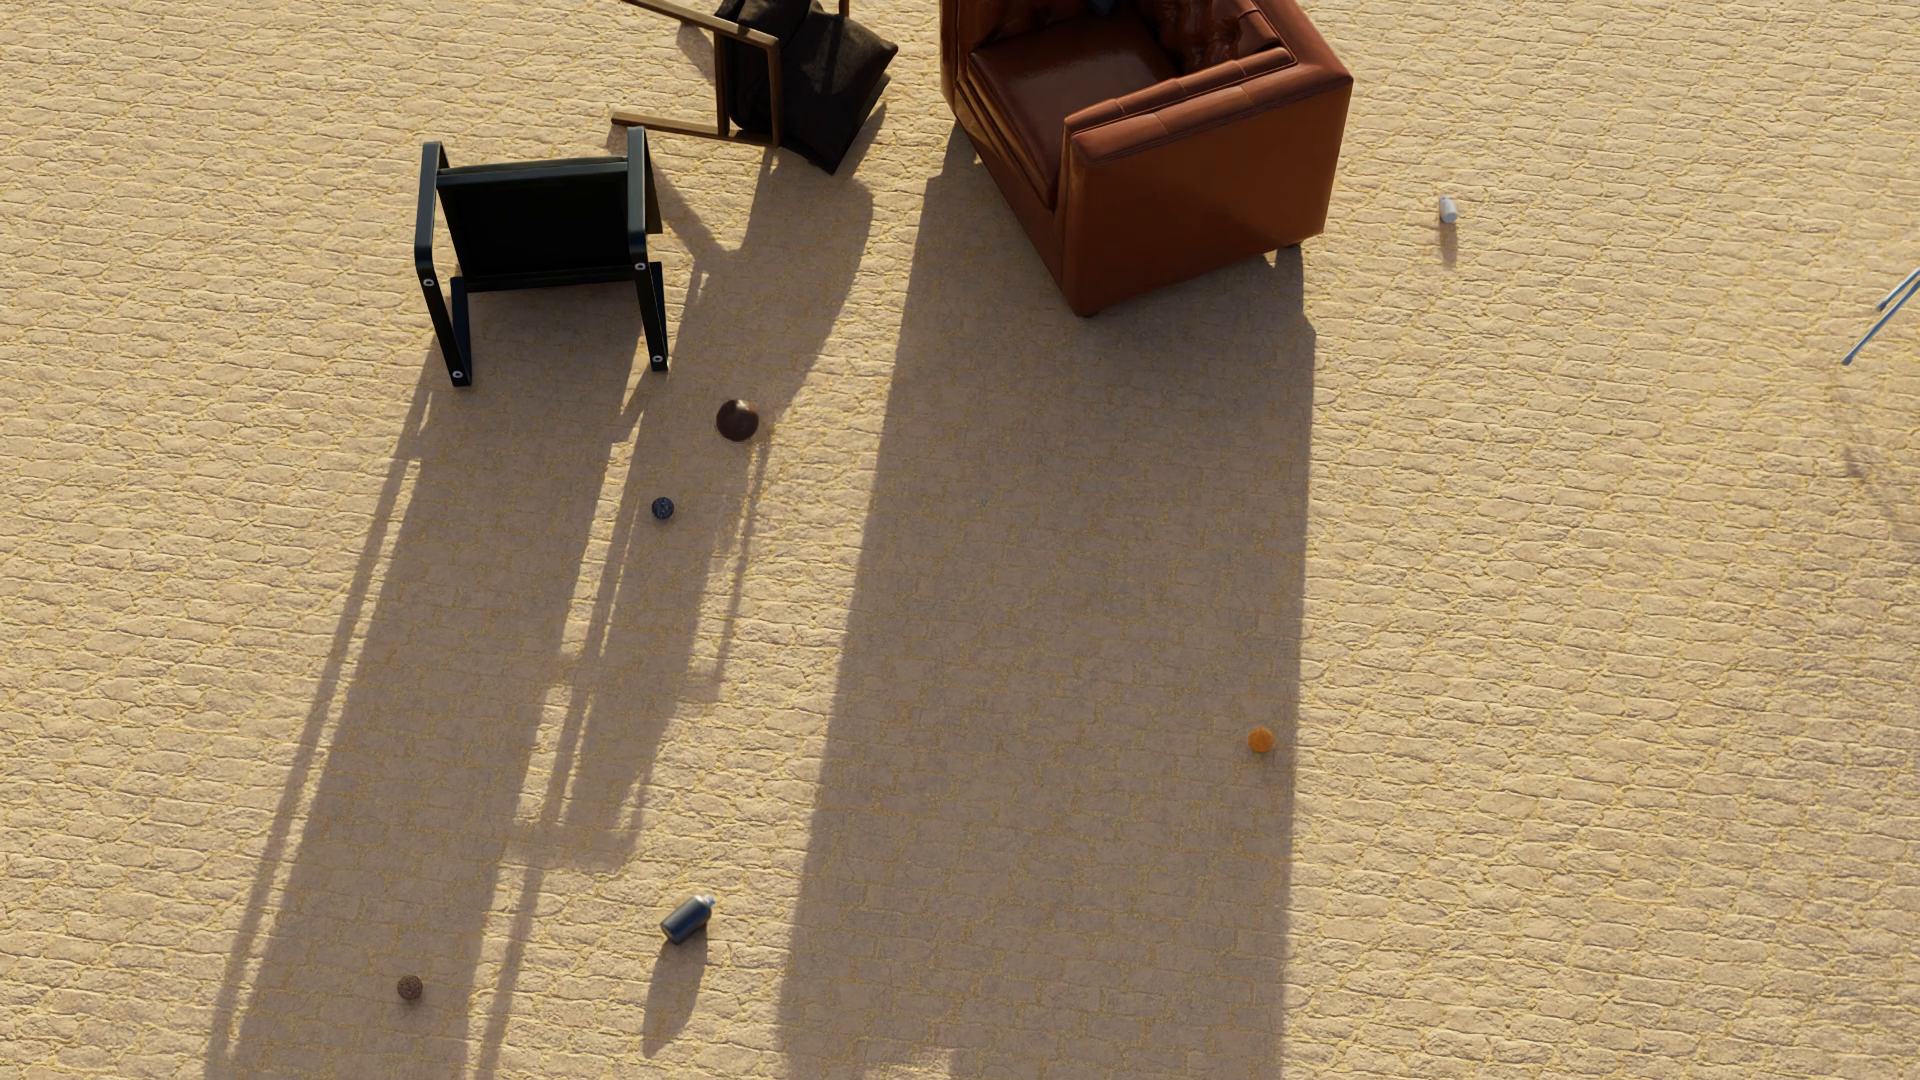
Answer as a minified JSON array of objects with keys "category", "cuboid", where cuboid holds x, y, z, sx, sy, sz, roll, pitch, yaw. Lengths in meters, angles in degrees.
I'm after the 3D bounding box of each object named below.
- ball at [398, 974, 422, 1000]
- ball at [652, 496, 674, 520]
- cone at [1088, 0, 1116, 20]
[{"category":"ball","cuboid":[-1.438,1.170,5.750,0.065,0.065,0.065,0,56,0]},{"category":"ball","cuboid":[-0.892,-0.095,6.597,0.067,0.067,0.067,0,56,0]},{"category":"cone","cuboid":[0.491,-1.762,7.102,0.140,0.075,0.082,-46,107,-4]}]
